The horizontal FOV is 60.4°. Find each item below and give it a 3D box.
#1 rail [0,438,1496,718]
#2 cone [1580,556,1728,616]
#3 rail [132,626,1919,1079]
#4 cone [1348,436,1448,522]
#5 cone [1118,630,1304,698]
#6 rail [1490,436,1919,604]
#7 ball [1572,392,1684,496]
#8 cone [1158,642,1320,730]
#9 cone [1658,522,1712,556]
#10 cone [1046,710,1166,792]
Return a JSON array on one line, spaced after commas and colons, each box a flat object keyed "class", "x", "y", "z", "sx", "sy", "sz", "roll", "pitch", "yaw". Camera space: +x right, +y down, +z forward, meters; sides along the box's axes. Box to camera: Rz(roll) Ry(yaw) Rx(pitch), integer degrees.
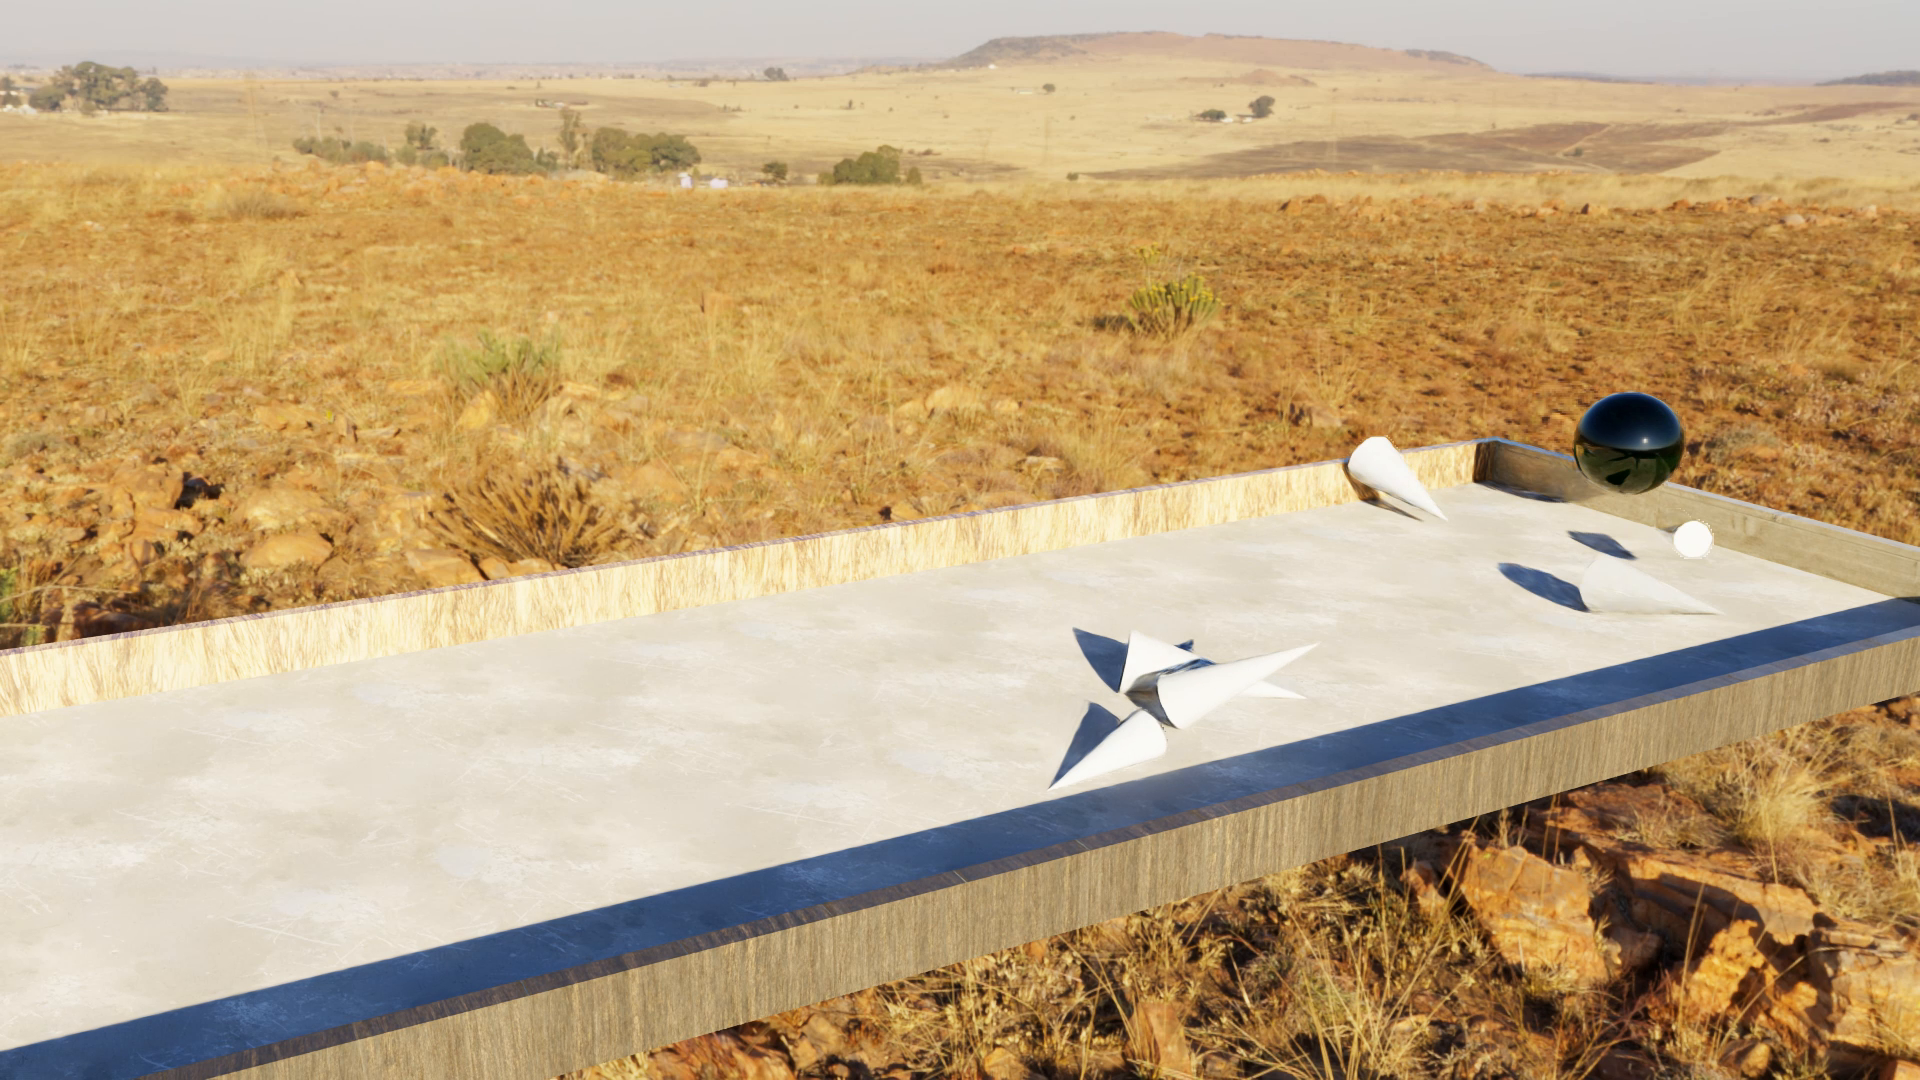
[{"class": "rail", "x": -3.305, "y": 0.497, "z": 3.399, "sx": 12.000, "sy": 0.150, "sz": 0.050, "roll": -9, "pitch": 18, "yaw": -27}, {"class": "cone", "x": 1.881, "y": 0.159, "z": 4.412, "sx": 0.164, "sy": 0.164, "sz": 0.444, "roll": -6, "pitch": 10, "yaw": -20}, {"class": "rail", "x": -2.336, "y": 1.006, "z": 1.665, "sx": 12.000, "sy": 0.150, "sz": 0.050, "roll": -9, "pitch": 18, "yaw": -27}, {"class": "cone", "x": 1.513, "y": -0.170, "z": 5.567, "sx": 0.179, "sy": 0.179, "sz": 0.425, "roll": -8, "pitch": 35, "yaw": -25}, {"class": "cone", "x": 0.630, "y": 0.343, "z": 4.048, "sx": 0.457, "sy": 0.159, "sz": 0.159, "roll": 11, "pitch": 17, "yaw": 3}, {"class": "rail", "x": 2.466, "y": -0.048, "z": 5.253, "sx": 0.050, "sy": 0.150, "sz": 2.100, "roll": -9, "pitch": 18, "yaw": -27}, {"class": "ball", "x": 2.194, "y": -0.317, "z": 5.416, "sx": 0.342, "sy": 0.342, "sz": 0.342, "roll": 0, "pitch": 16, "yaw": 0}, {"class": "cone", "x": 0.653, "y": 0.305, "z": 3.775, "sx": 0.384, "sy": 0.133, "sz": 0.133, "roll": -26, "pitch": 5, "yaw": 26}, {"class": "cone", "x": 2.172, "y": -0.017, "z": 5.016, "sx": 0.106, "sy": 0.106, "sz": 0.324, "roll": 1, "pitch": 5, "yaw": 5}, {"class": "cone", "x": 0.301, "y": 0.485, "z": 3.602, "sx": 0.300, "sy": 0.117, "sz": 0.117, "roll": -24, "pitch": 27, "yaw": -31}]
